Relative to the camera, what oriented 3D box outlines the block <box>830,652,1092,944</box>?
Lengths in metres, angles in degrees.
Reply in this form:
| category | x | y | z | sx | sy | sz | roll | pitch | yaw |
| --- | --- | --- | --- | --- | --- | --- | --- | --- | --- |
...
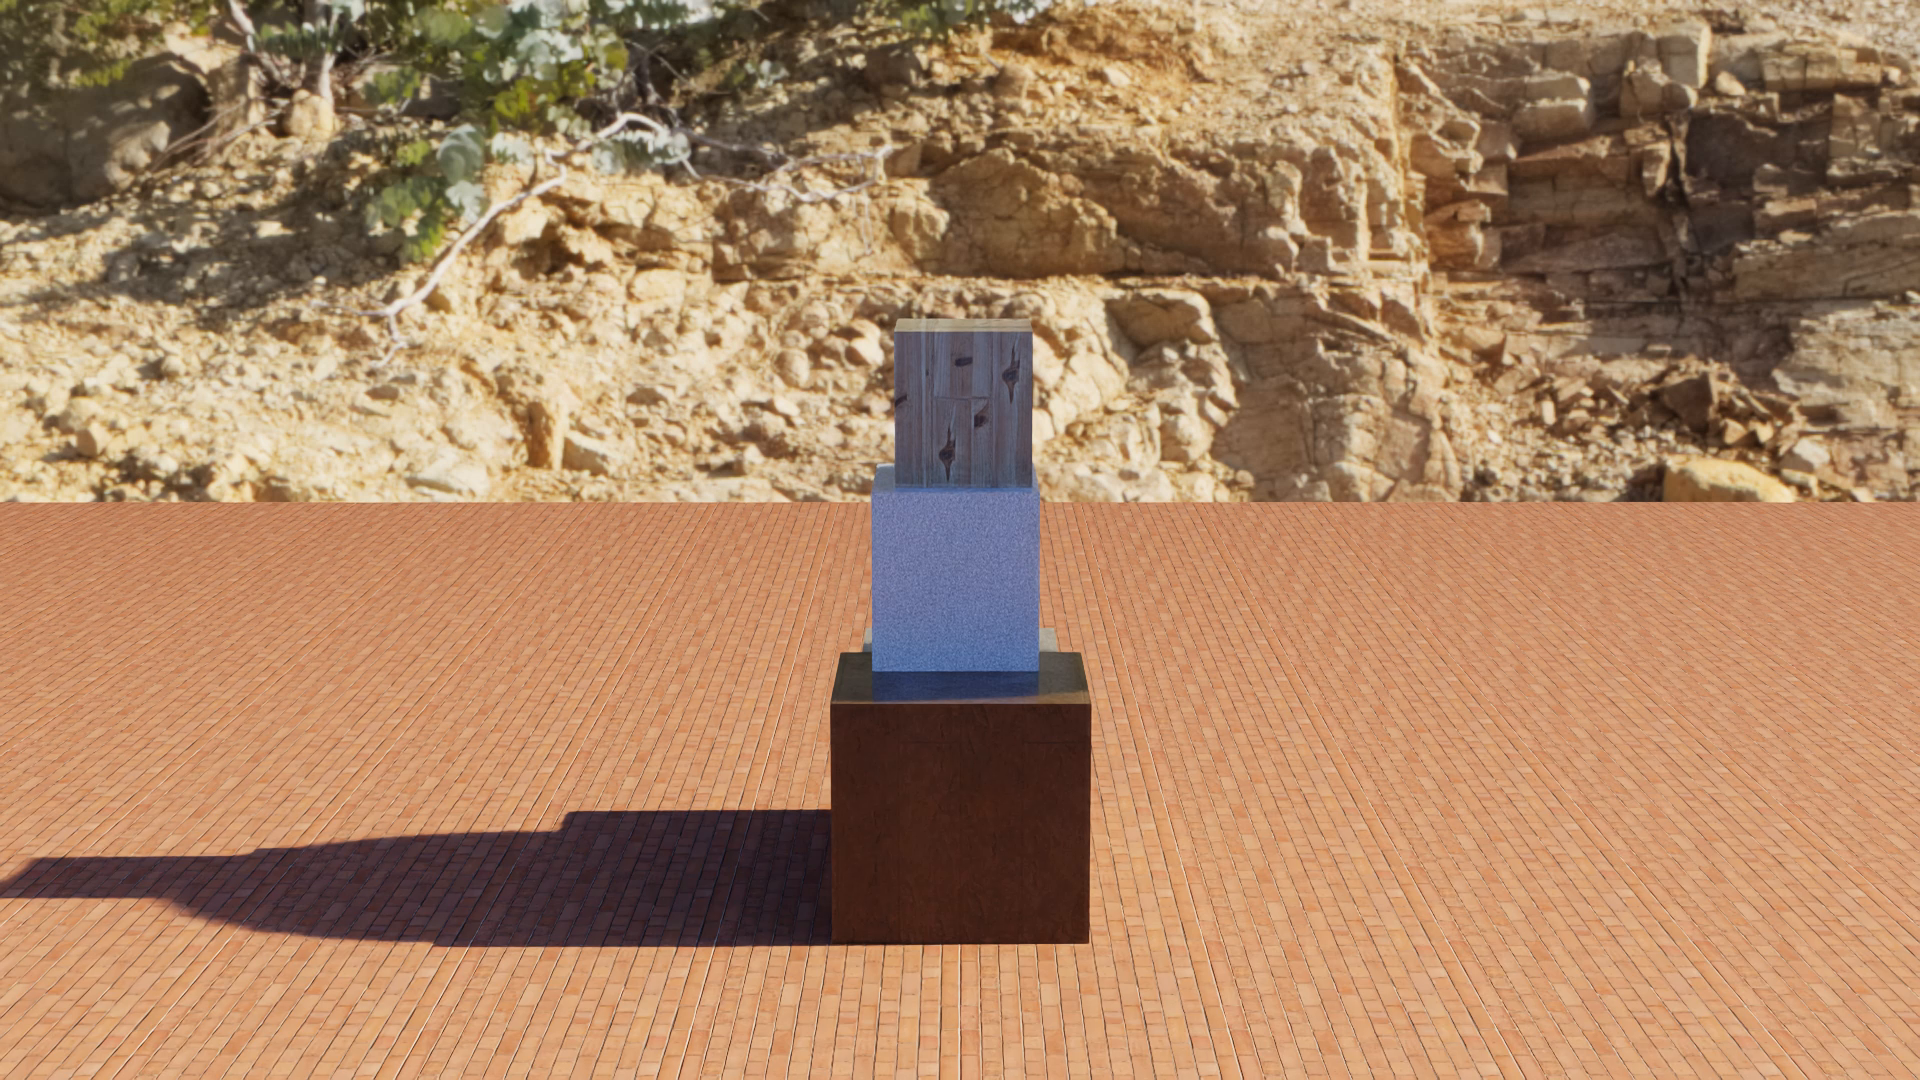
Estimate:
| category | x | y | z | sx | sy | sz | roll | pitch | yaw |
| --- | --- | --- | --- | --- | --- | --- | --- | --- | --- |
| block | 0.003 | 1.071 | 10.856 | 1.052 | 1.009 | 0.933 | 0 | 10 | 0 |

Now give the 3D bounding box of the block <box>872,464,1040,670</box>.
| category | x | y | z | sx | sy | sz | roll | pitch | yaw |
| --- | --- | --- | --- | --- | --- | --- | --- | --- | --- |
| block | -0.019 | 0.106 | 11.202 | 0.706 | 0.767 | 0.824 | 0 | 10 | 0 |

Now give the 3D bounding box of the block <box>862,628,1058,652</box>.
| category | x | y | z | sx | sy | sz | roll | pitch | yaw |
| --- | --- | --- | --- | --- | --- | --- | --- | --- | --- |
| block | 0.001 | 0.951 | 11.833 | 0.897 | 0.896 | 1.012 | 0 | 10 | 0 |

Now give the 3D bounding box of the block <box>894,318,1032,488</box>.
| category | x | y | z | sx | sy | sz | roll | pitch | yaw |
| --- | --- | --- | --- | --- | --- | --- | --- | --- | --- |
| block | 0.015 | -0.598 | 11.080 | 0.580 | 0.662 | 0.596 | 0 | 10 | 0 |
